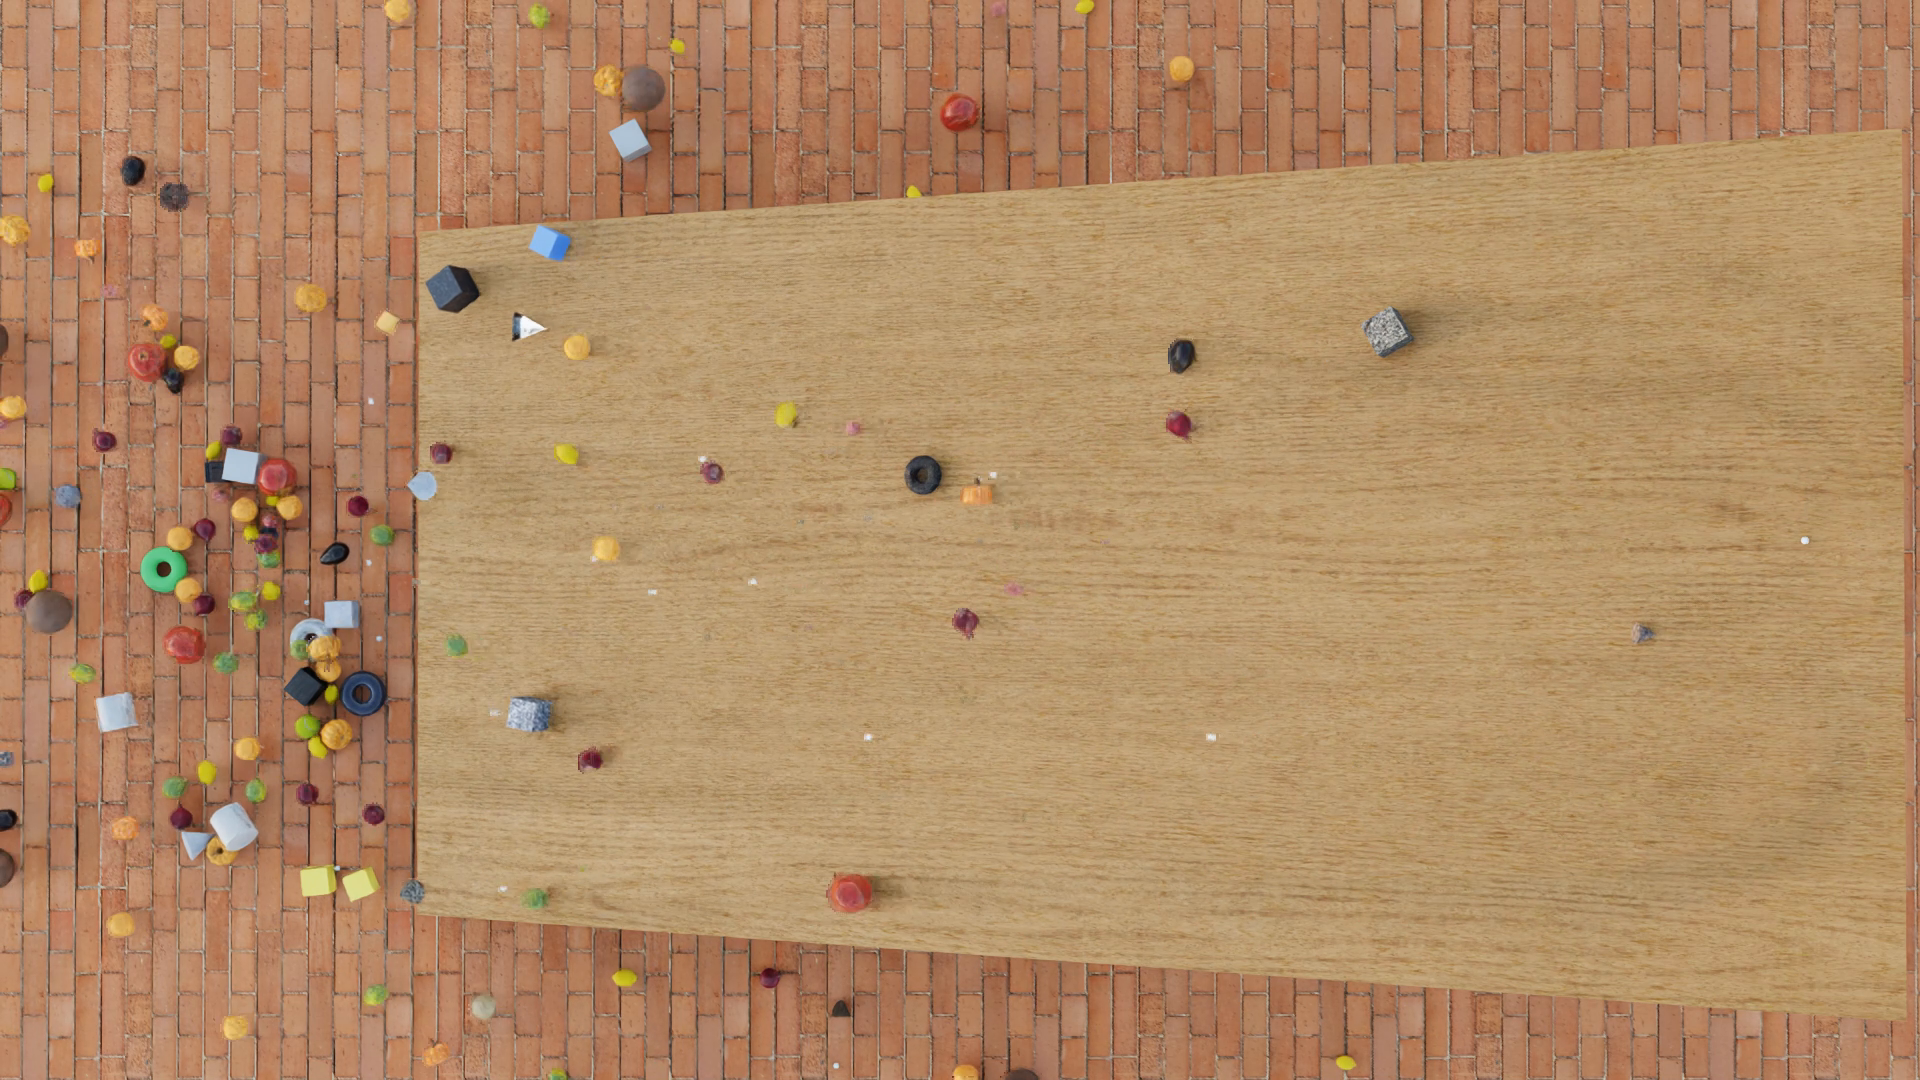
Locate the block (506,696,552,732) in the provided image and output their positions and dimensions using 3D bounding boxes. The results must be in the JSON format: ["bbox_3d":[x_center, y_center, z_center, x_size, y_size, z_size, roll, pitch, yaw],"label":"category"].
[{"bbox_3d":[-1.223,0.494,6.241,0.083,0.083,0.083,10,93,22],"label":"block"}]

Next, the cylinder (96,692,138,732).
[{"bbox_3d":[-2.485,0.507,6.478,0.099,0.099,0.099,-12,89,0],"label":"cylinder"}]

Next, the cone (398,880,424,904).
[{"bbox_3d":[-1.612,1.029,6.400,0.073,0.073,0.073,0,89,24],"label":"cone"}]

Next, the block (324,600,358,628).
[{"bbox_3d":[-1.825,0.220,6.492,0.079,0.079,0.079,-1,89,0],"label":"block"}]

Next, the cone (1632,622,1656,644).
[{"bbox_3d":[1.599,0.219,5.122,0.052,0.052,0.052,6,89,-4],"label":"cone"}]

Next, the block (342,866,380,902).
[{"bbox_3d":[-1.766,1.014,6.485,0.073,0.073,0.073,-22,89,0],"label":"block"}]

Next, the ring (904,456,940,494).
[{"bbox_3d":[-0.099,-0.172,5.816,0.105,0.035,0.105,-1,88,23],"label":"ring"}]

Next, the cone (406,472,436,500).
[{"bbox_3d":[-1.584,-0.159,6.397,0.084,0.084,0.084,0,89,22],"label":"cone"}]

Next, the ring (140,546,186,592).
[{"bbox_3d":[-2.357,0.087,6.511,0.136,0.045,0.136,0,90,-1],"label":"ring"}]

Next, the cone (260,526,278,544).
[{"bbox_3d":[-2.057,-0.015,6.503,0.057,0.057,0.057,0,90,7],"label":"cone"}]

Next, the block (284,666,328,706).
[{"bbox_3d":[-1.928,0.432,6.488,0.081,0.081,0.081,39,89,0],"label":"block"}]

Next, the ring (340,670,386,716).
[{"bbox_3d":[-1.766,0.455,6.506,0.136,0.045,0.136,0,89,1],"label":"ring"}]

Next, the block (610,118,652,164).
[{"bbox_3d":[-0.974,-1.180,6.506,0.087,0.087,0.087,-28,89,0],"label":"block"}]

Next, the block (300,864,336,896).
[{"bbox_3d":[-1.891,1.003,6.483,0.077,0.077,0.077,-6,89,0],"label":"block"}]

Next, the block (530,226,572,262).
[{"bbox_3d":[-1.163,-0.842,6.240,0.071,0.071,0.071,28,100,20],"label":"block"}]

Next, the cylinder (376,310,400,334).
[{"bbox_3d":[-1.684,-0.641,6.469,0.050,0.050,0.050,30,92,0],"label":"cylinder"}]

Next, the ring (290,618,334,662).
[{"bbox_3d":[-1.917,0.297,6.509,0.131,0.044,0.131,0,91,0],"label":"ring"}]

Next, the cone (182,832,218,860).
[{"bbox_3d":[-2.240,0.888,6.502,0.094,0.094,0.094,-20,89,-27],"label":"cone"}]

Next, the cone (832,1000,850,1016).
[{"bbox_3d":[-0.341,1.397,6.505,0.053,0.053,0.053,37,89,-26],"label":"cone"}]

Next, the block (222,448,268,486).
[{"bbox_3d":[-2.110,-0.216,6.491,0.092,0.092,0.092,10,89,0],"label":"block"}]

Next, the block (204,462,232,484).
[{"bbox_3d":[-2.194,-0.200,6.507,0.059,0.059,0.059,-3,89,0],"label":"block"}]

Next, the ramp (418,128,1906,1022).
[{"bbox_3d":[0.283,0.086,5.729,4.000,0.100,2.000,0,89,22],"label":"ramp"}]

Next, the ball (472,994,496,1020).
[{"bbox_3d":[-1.403,1.377,6.480,0.073,0.073,0.073,0,89,0],"label":"ball"}]

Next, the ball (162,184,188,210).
[{"bbox_3d":[-2.323,-1.016,6.508,0.077,0.077,0.077,0,89,0],"label":"ball"}]

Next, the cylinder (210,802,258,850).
[{"bbox_3d":[-2.132,0.843,6.459,0.100,0.100,0.100,-39,69,0],"label":"cylinder"}]

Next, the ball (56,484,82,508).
[{"bbox_3d":[-2.634,-0.128,6.500,0.071,0.071,0.071,0,89,0],"label":"ball"}]

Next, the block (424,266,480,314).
[{"bbox_3d":[-1.464,-0.724,6.350,0.093,0.093,0.093,-33,78,19],"label":"block"}]

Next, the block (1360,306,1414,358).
[{"bbox_3d":[1.035,-0.504,5.328,0.086,0.086,0.086,-31,78,19],"label":"block"}]

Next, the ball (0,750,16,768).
[{"bbox_3d":[-2.820,0.646,6.500,0.052,0.052,0.052,0,89,0],"label":"ball"}]
